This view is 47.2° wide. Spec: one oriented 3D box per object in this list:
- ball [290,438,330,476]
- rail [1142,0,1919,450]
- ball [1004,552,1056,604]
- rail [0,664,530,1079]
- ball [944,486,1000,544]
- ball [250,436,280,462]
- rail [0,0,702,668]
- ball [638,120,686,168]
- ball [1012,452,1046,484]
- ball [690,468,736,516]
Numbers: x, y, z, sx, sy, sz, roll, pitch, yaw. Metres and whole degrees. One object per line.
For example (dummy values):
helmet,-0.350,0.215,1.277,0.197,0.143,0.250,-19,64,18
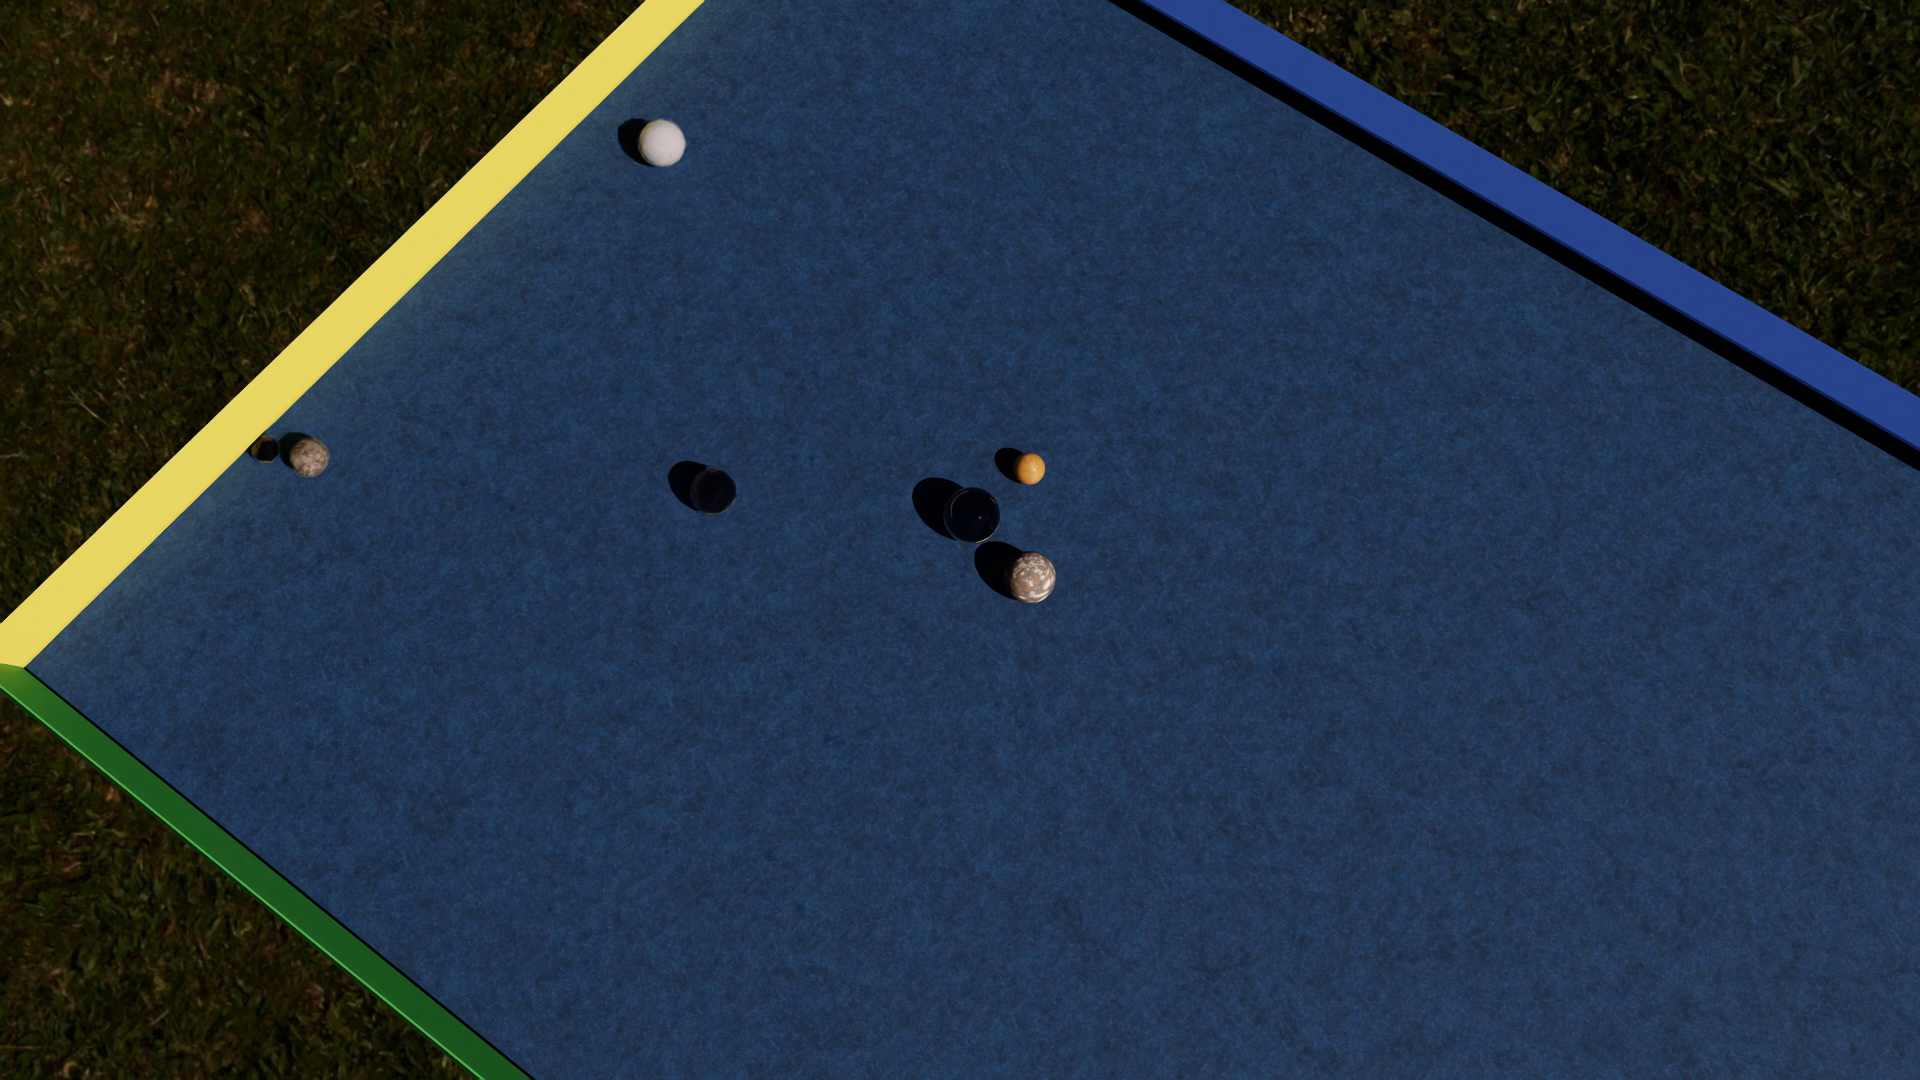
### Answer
ball,-1.088,-0.139,3.678,0.065,0.065,0.065,0,64,0
rail,1.533,-0.215,3.682,4.353,0.122,0.045,34,68,15
ball,0.113,0.061,3.568,0.085,0.085,0.085,0,64,0
rail,0.206,1.366,2.902,4.353,0.122,0.045,34,68,15
ball,0.019,-0.041,3.613,0.094,0.094,0.094,0,64,0
ball,-1.167,-0.153,3.695,0.047,0.047,0.047,0,64,0
rail,-0.851,-0.585,3.865,0.045,0.122,2.255,34,68,15
ball,-0.536,-0.712,3.949,0.085,0.085,0.085,0,64,0
ball,0.115,-0.119,3.674,0.055,0.055,0.055,0,64,0
ball,-0.409,-0.080,3.641,0.078,0.078,0.078,0,64,0
